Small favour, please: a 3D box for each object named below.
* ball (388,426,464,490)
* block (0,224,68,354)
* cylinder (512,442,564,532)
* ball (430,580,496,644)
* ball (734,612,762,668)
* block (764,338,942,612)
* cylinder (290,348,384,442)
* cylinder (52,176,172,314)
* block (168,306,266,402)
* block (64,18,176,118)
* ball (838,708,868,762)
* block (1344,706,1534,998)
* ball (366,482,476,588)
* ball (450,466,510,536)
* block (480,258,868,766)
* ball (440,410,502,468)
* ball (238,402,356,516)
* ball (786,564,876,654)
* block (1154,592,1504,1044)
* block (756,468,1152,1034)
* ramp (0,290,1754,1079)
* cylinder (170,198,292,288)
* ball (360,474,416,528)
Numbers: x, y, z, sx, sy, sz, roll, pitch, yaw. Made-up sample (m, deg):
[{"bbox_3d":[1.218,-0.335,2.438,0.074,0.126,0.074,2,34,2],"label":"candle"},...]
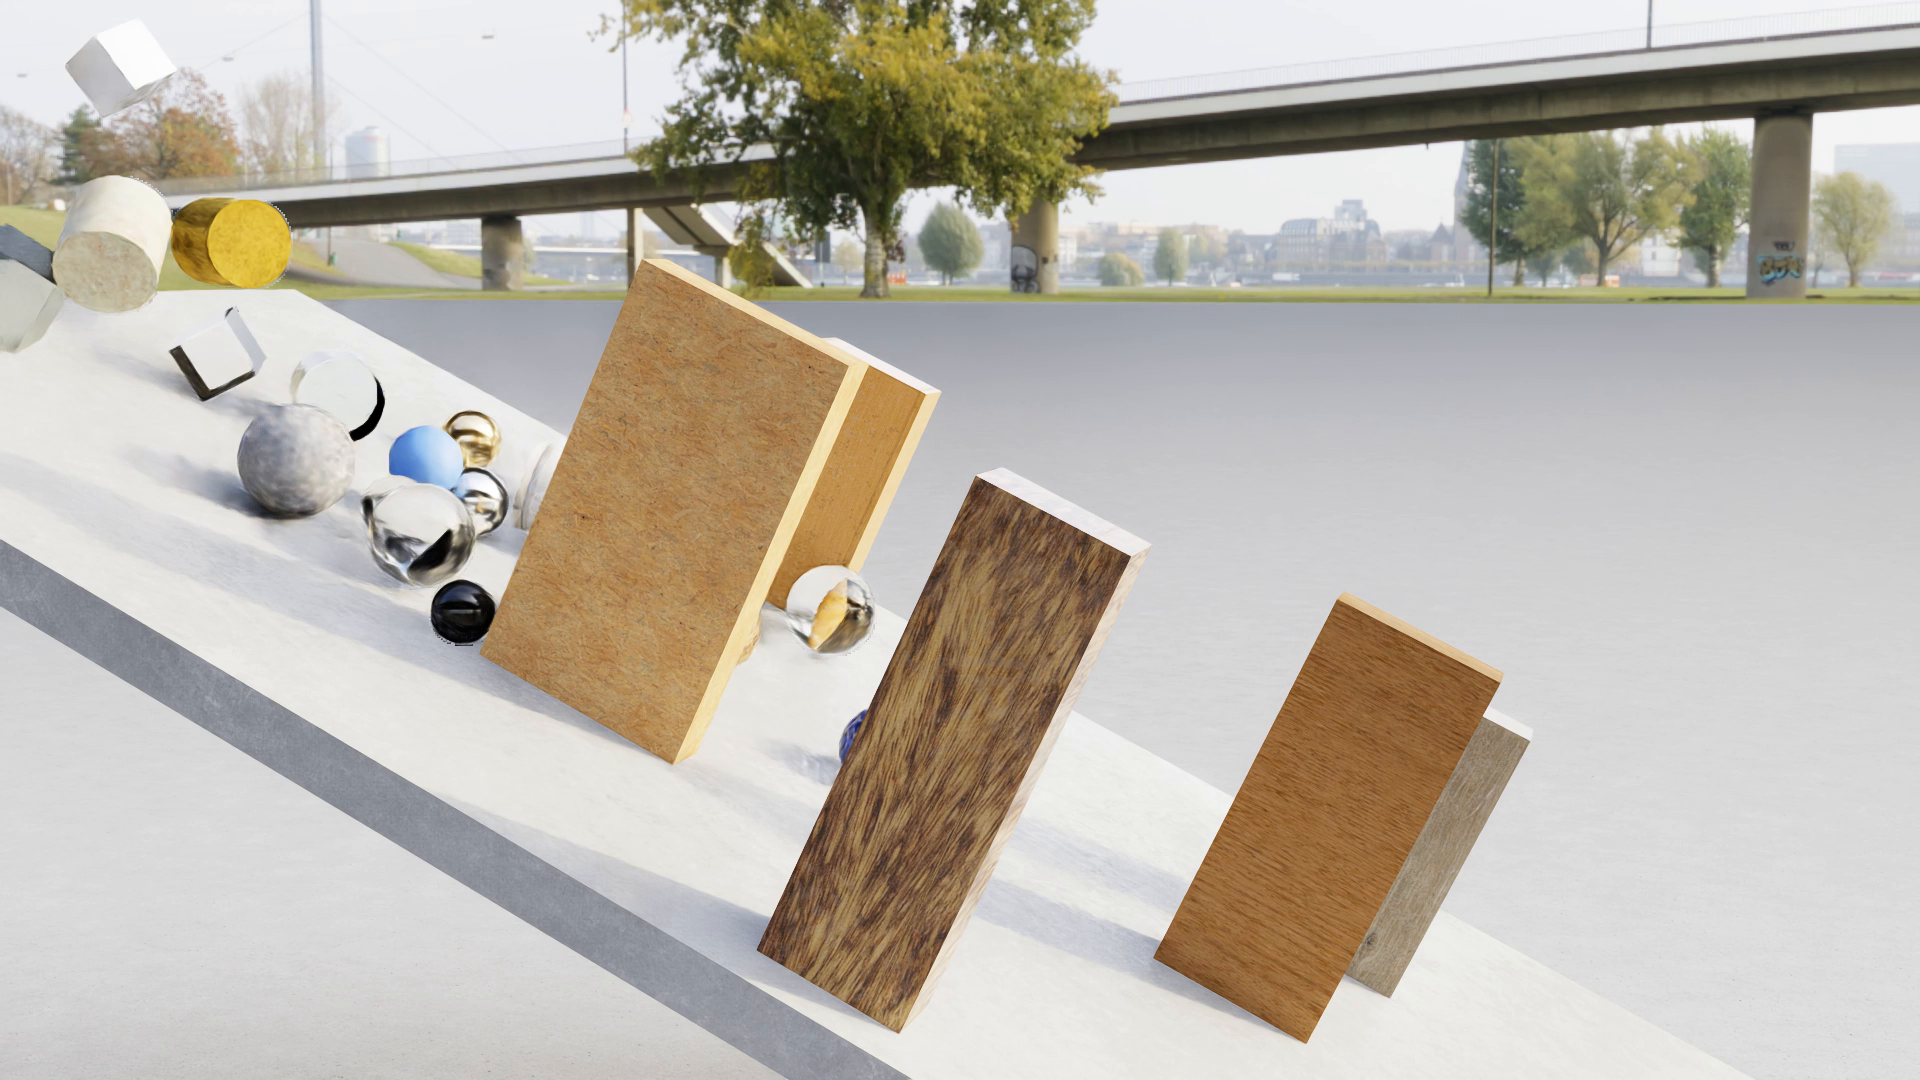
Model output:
[{"bbox_3d":[-1.038,-0.151,4.272,0.142,0.142,0.142,0,7,0],"label":"ball"},{"bbox_3d":[-1.845,-0.489,4.274,0.165,0.165,0.165,33,12,-12],"label":"block"},{"bbox_3d":[-0.786,-0.083,4.464,0.186,0.186,0.186,18,8,1],"label":"cylinder"},{"bbox_3d":[-0.868,0.125,3.841,0.113,0.113,0.113,0,7,0],"label":"ball"},{"bbox_3d":[-0.470,0.168,4.251,0.172,0.172,0.172,0,7,0],"label":"ball"},{"bbox_3d":[-0.289,-0.124,4.811,0.269,0.574,0.108,28,14,12],"label":"block"},{"bbox_3d":[-1.284,-0.298,4.529,0.172,0.172,0.172,-3,13,-21],"label":"cylinder"},{"bbox_3d":[-1.642,-0.573,4.265,0.190,0.190,0.190,-1,42,-8],"label":"cylinder"},{"bbox_3d":[-1.508,-0.378,4.473,0.123,0.123,0.123,-26,23,4],"label":"block"},{"bbox_3d":[-1.542,-0.867,4.039,0.114,0.114,0.114,-26,15,35],"label":"block"},{"bbox_3d":[-0.145,0.383,4.042,0.155,0.155,0.155,0,7,0],"label":"ball"},{"bbox_3d":[0.833,0.554,4.218,0.282,0.573,0.108,28,14,12],"label":"block"},{"bbox_3d":[-0.977,-0.008,3.988,0.190,0.190,0.190,0,7,0],"label":"ball"},{"bbox_3d":[-0.968,-0.077,4.370,0.141,0.141,0.141,0,7,0],"label":"ball"},{"bbox_3d":[-0.496,-0.048,3.761,0.406,0.758,0.098,28,14,12],"label":"block"},{"bbox_3d":[-1.058,-0.216,4.752,0.134,0.134,0.134,0,7,0],"label":"ball"},{"bbox_3d":[-1.220,-0.147,4.046,0.209,0.209,0.209,0,7,0],"label":"ball"},{"bbox_3d":[-0.273,0.147,4.638,0.190,0.190,0.190,0,7,0],"label":"ball"},{"bbox_3d":[0.634,0.482,3.813,0.302,0.724,0.097,28,14,12],"label":"block"},{"bbox_3d":[-0.013,0.307,3.199,0.247,0.790,0.137,28,14,12],"label":"block"},{"bbox_3d":[-0.260,0.441,4.168,4.000,0.100,2.000,28,14,12],"label":"ramp"},{"bbox_3d":[-1.525,-0.623,4.599,0.182,0.182,0.182,-6,12,-42],"label":"cylinder"},{"bbox_3d":[-1.061,-0.060,4.130,0.126,0.126,0.126,0,7,0],"label":"ball"}]
